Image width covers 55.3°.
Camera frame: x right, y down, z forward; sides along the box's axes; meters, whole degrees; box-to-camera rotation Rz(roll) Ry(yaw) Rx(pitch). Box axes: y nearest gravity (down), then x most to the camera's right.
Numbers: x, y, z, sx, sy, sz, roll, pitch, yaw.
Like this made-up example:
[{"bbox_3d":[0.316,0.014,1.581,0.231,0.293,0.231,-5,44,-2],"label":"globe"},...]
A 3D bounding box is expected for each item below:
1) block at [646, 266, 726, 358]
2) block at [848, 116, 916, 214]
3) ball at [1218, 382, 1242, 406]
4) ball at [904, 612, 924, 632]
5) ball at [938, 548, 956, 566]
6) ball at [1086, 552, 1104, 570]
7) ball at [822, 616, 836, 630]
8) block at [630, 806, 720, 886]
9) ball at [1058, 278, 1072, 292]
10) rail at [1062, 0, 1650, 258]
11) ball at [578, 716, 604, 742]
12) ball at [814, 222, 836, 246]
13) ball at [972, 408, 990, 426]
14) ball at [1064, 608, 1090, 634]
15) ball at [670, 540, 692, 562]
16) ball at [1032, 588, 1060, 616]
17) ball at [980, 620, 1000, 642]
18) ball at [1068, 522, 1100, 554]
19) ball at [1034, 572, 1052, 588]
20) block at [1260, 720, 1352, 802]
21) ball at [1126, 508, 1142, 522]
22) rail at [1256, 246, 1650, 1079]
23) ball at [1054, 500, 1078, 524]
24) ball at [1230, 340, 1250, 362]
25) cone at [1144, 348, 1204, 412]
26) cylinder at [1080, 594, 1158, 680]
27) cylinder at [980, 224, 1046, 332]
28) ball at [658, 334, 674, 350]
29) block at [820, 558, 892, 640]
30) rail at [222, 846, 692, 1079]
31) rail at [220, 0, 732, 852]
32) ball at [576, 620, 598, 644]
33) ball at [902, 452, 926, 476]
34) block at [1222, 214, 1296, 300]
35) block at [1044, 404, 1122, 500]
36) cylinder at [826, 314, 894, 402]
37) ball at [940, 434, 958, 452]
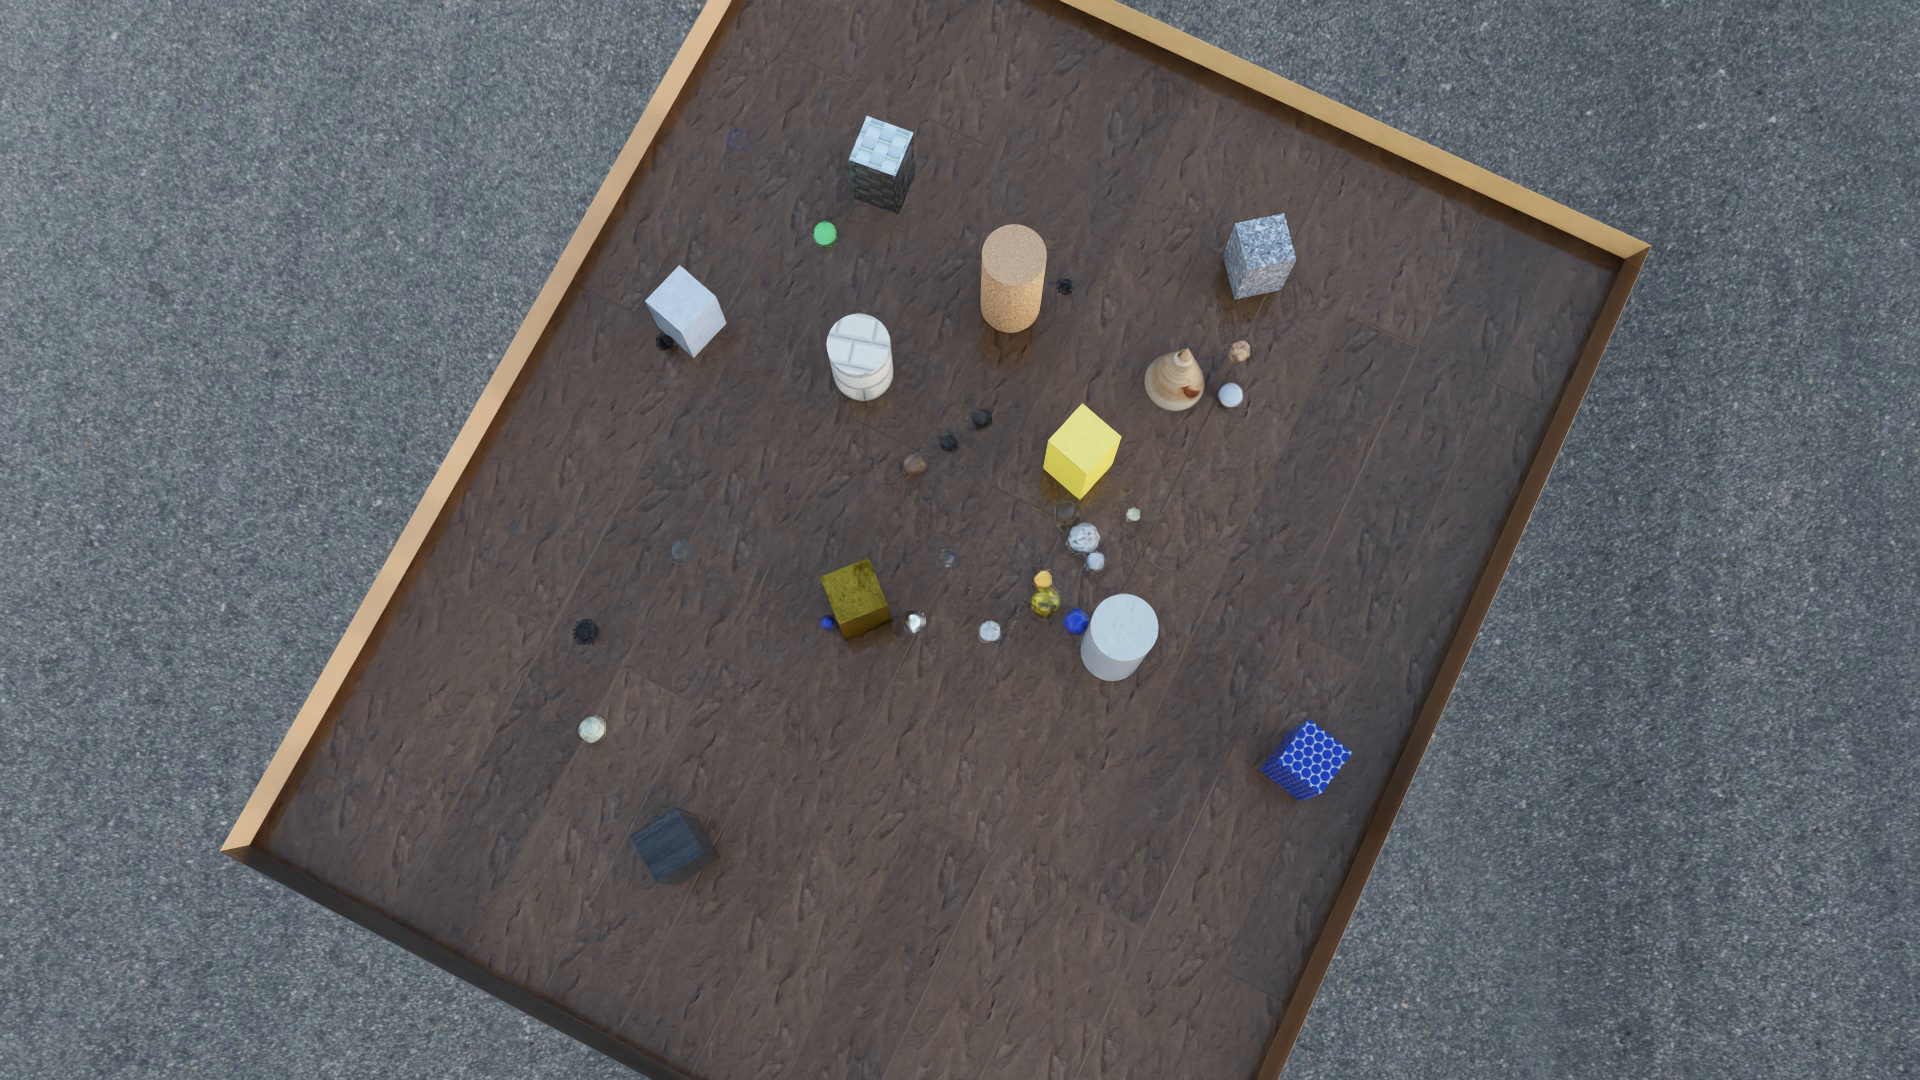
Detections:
[{"bbox_3d":[-0.840,-0.700,5.633,0.151,0.251,0.151,41,81,8],"label":"block"},{"bbox_3d":[-0.239,-1.162,5.699,0.151,0.308,0.151,20,79,4],"label":"block"},{"bbox_3d":[0.838,-0.449,5.671,0.074,0.074,0.074,0,78,0],"label":"ball"},{"bbox_3d":[-0.140,0.248,5.535,0.060,0.060,0.060,0,78,0],"label":"ball"},{"bbox_3d":[-0.041,0.053,5.577,0.055,0.055,0.055,0,78,0],"label":"ball"},{"bbox_3d":[0.412,0.064,5.574,0.058,0.058,0.058,0,78,0],"label":"ball"},{"bbox_3d":[-0.398,0.250,5.544,0.041,0.041,0.041,0,78,0],"label":"ball"},{"bbox_3d":[-0.812,0.880,5.249,0.151,0.364,0.151,-31,80,-6],"label":"block"},{"bbox_3d":[0.332,-0.801,5.760,0.043,0.043,0.043,0,78,0],"label":"ball"},{"bbox_3d":[0.789,-1.539,5.871,3.008,0.123,0.045,26,80,5],"label":"rail"},{"bbox_3d":[-1.098,0.564,5.461,0.076,0.076,0.076,0,78,0],"label":"ball"},{"bbox_3d":[-0.426,-0.967,5.778,0.075,0.075,0.075,0,78,0],"label":"ball"},{"bbox_3d":[0.065,-0.379,5.665,0.058,0.058,0.058,0,78,0],"label":"ball"},{"bbox_3d":[0.352,0.245,5.523,0.075,0.075,0.075,0,78,0],"label":"ball"},{"bbox_3d":[-0.852,0.035,5.575,0.067,0.067,0.067,0,78,0],"label":"ball"},{"bbox_3d":[0.258,0.186,5.533,0.086,0.086,0.086,0,78,0],"label":"ball"},{"bbox_3d":[0.092,0.275,5.527,0.063,0.063,0.063,0,78,0],"label":"ball"},{"bbox_3d":[0.376,-0.005,5.569,0.095,0.095,0.095,0,78,0],"label":"ball"},{"bbox_3d":[0.254,0.122,5.563,0.056,0.056,0.056,0,78,0],"label":"ball"},{"bbox_3d":[1.001,0.643,5.324,0.151,0.313,0.151,38,81,7],"label":"block"},{"bbox_3d":[0.533,-0.078,5.610,0.044,0.044,0.044,0,78,0],"label":"ball"},{"bbox_3d":[1.324,0.655,5.417,0.045,0.123,3.576,26,80,5],"label":"rail"},{"bbox_3d":[0.322,-0.085,5.597,0.073,0.073,0.073,0,78,0],"label":"ball"},{"bbox_3d":[0.873,-0.588,5.706,0.064,0.064,0.064,0,78,0],"label":"ball"},{"bbox_3d":[0.670,-0.529,5.549,0.189,0.346,0.189,0,78,0],"label":"cone"},{"bbox_3d":[0.459,0.288,5.331,0.189,0.442,0.189,0,78,0],"label":"cylinder"},{"bbox_3d":[0.158,-0.787,5.557,0.189,0.436,0.189,0,78,0],"label":"cylinder"},{"bbox_3d":[-0.914,-0.617,5.704,0.047,0.047,0.047,0,78,0],"label":"ball"},{"bbox_3d":[-0.306,0.178,5.425,0.151,0.302,0.151,-22,79,-4],"label":"block"},{"bbox_3d":[-0.789,1.552,5.232,3.008,0.123,0.045,26,80,5],"label":"rail"},{"bbox_3d":[-1.324,-0.642,5.685,0.045,0.123,3.576,26,80,5],"label":"rail"},{"bbox_3d":[-1.126,0.278,5.524,0.068,0.068,0.068,0,78,0],"label":"ball"},{"bbox_3d":[-0.140,-0.233,5.627,0.074,0.074,0.074,0,78,0],"label":"ball"},{"bbox_3d":[0.922,-0.873,5.658,0.151,0.272,0.151,-12,79,-2],"label":"block"},{"bbox_3d":[0.363,-0.261,5.500,0.151,0.334,0.151,41,81,8],"label":"block"},{"bbox_3d":[-0.302,-0.554,5.586,0.189,0.284,0.189,0,78,0],"label":"cylinder"},{"bbox_3d":[-0.034,-0.300,5.649,0.057,0.057,0.057,0,78,0],"label":"ball"}]
